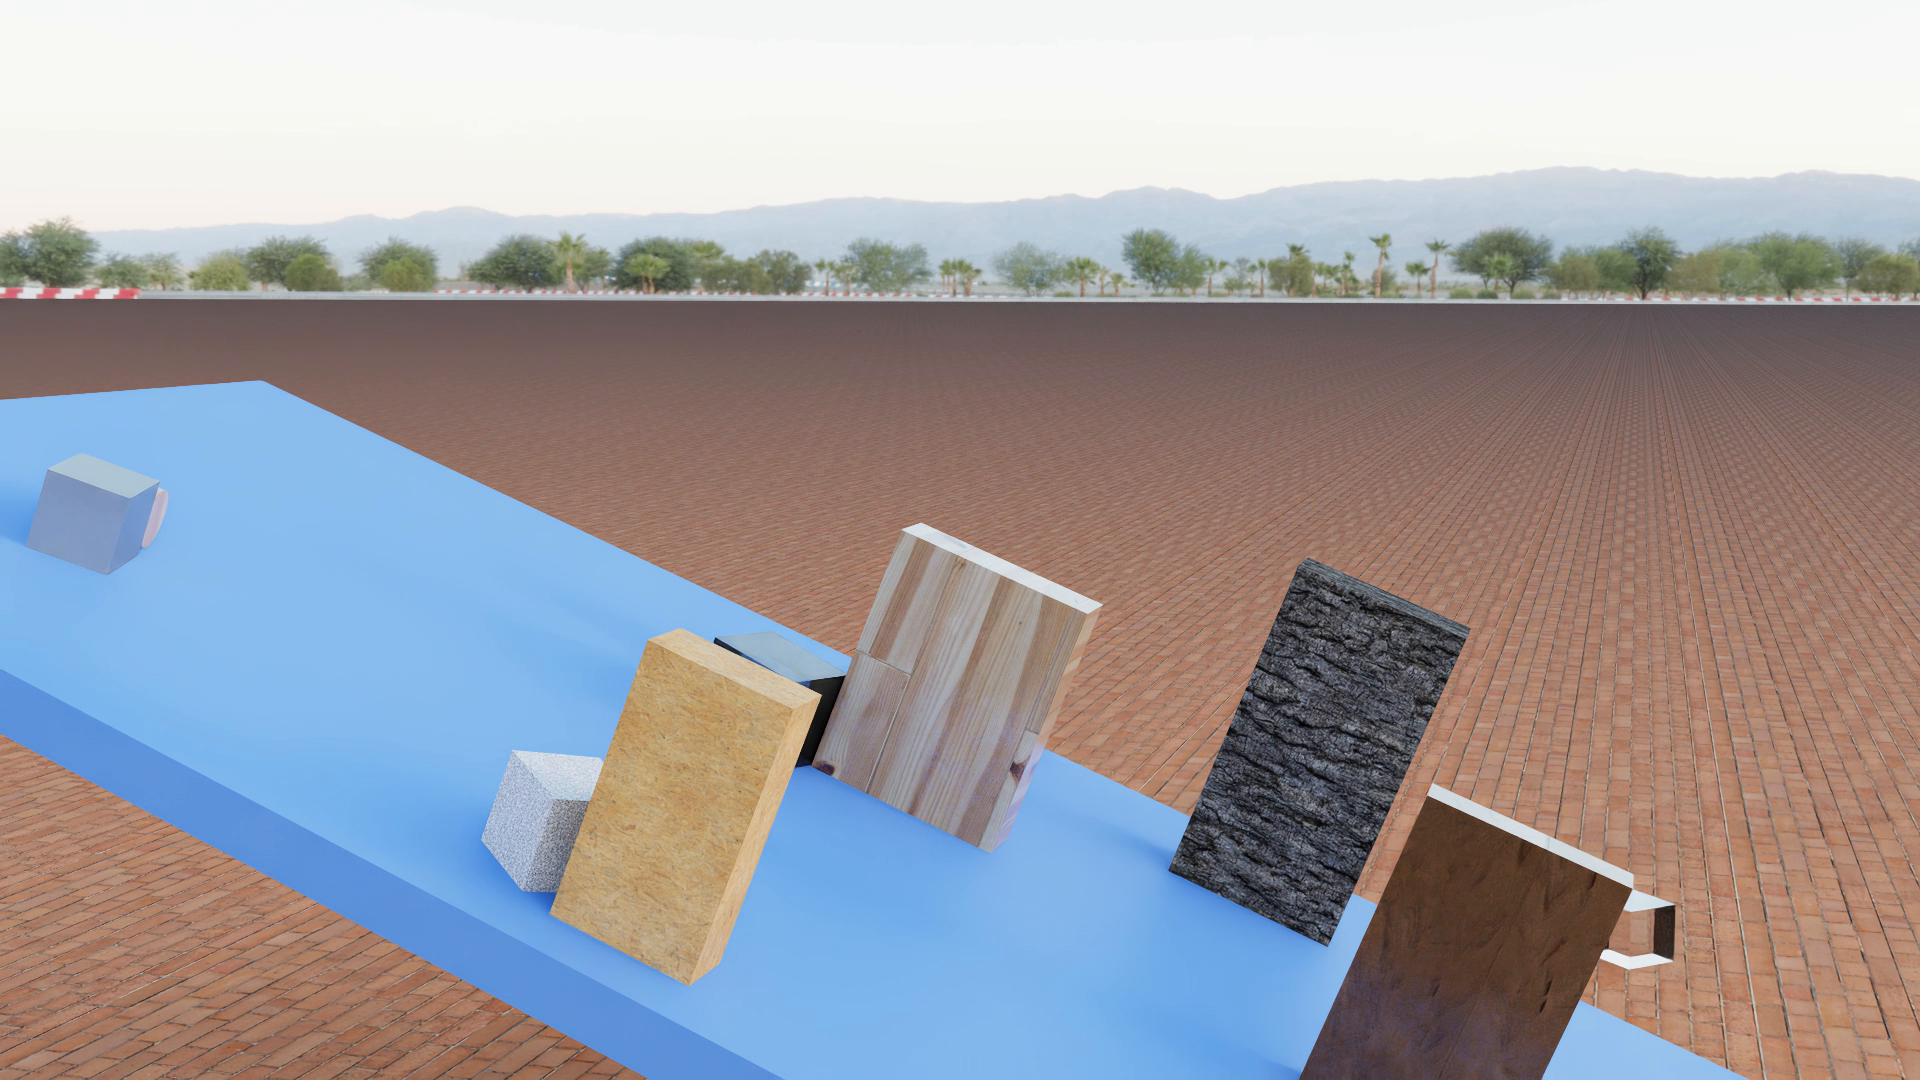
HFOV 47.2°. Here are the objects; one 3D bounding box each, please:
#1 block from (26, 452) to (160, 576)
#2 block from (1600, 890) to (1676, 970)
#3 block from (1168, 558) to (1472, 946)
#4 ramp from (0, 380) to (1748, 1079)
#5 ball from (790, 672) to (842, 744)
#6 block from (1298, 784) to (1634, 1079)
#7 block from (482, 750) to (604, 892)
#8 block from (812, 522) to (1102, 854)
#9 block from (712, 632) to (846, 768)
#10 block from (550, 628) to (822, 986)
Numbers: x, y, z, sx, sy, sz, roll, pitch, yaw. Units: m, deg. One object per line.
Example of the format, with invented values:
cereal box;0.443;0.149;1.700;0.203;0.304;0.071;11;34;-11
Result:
block;-1.594;-0.049;4.047;0.153;0.153;0.153;20;13;-5
block;1.821;1.055;5.962;0.158;0.158;0.158;-3;8;-26
block;0.740;0.436;4.547;0.361;0.704;0.139;24;13;13
ramp;-0.311;0.554;4.197;4.000;0.100;2.000;24;13;13
ball;-0.304;0.344;4.515;0.147;0.147;0.147;0;7;0
block;0.846;0.750;3.716;0.356;0.572;0.090;24;13;13
block;-0.634;0.450;3.504;0.162;0.162;0.162;10;17;-40
block;-0.009;0.290;4.360;0.403;0.521;0.124;24;13;13
block;-0.385;0.320;4.361;0.201;0.201;0.201;27;14;26
block;-0.419;0.404;3.347;0.248;0.468;0.118;24;13;13
